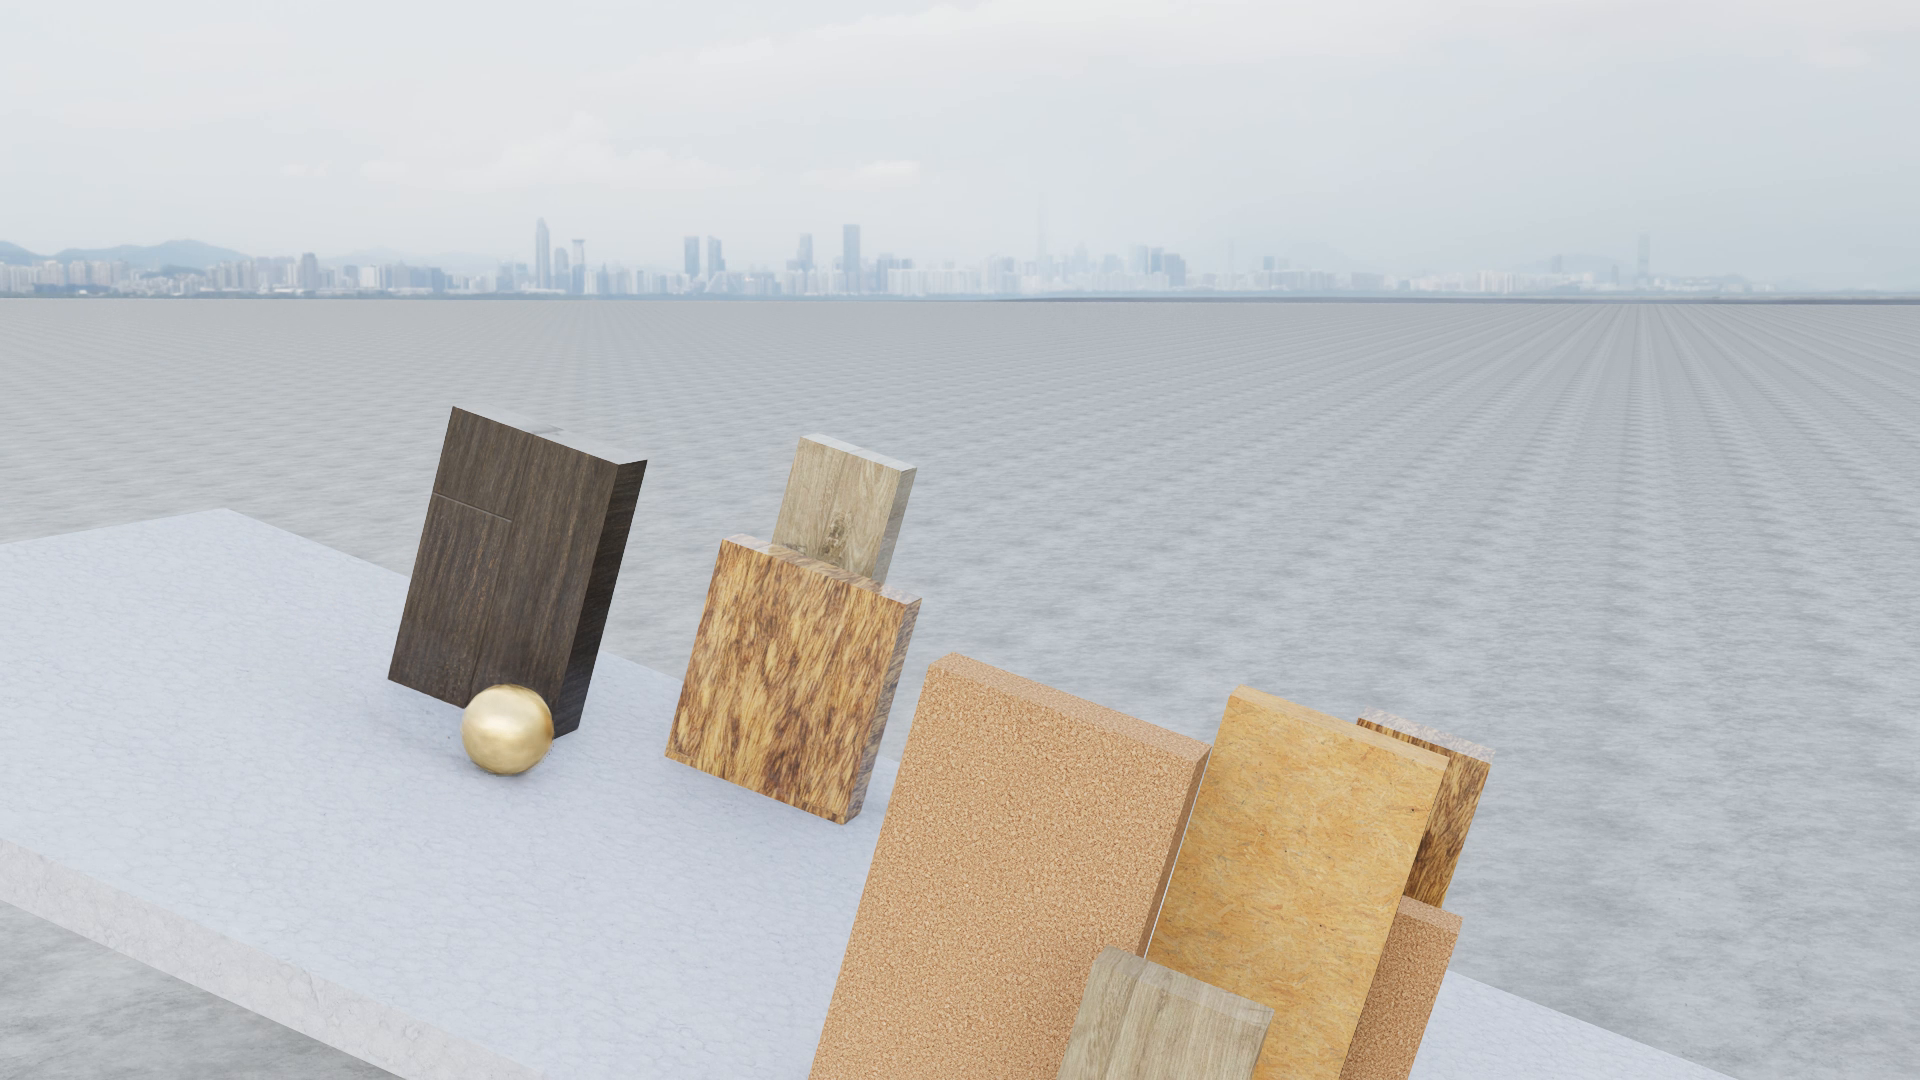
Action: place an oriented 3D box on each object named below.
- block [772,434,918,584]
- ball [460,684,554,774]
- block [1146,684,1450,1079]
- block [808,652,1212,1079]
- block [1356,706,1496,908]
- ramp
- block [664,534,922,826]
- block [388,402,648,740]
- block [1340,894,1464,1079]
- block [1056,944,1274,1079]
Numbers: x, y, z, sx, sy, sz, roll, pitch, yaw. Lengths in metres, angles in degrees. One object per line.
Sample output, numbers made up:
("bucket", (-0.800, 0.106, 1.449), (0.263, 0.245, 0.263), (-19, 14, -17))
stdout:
("block", (-0.324, 0.132, 5.037), (0.251, 0.705, 0.115), (19, 12, 14))
("ball", (-0.903, 0.377, 4.389), (0.182, 0.182, 0.182), (0, 7, 0))
("block", (0.517, 0.651, 3.652), (0.360, 0.739, 0.102), (19, 12, 14))
("block", (0.068, 0.587, 3.375), (0.427, 0.721, 0.119), (19, 12, 14))
("block", (0.765, 0.669, 4.094), (0.248, 0.666, 0.120), (19, 12, 14))
("ramp", (-0.370, 0.715, 4.235), (4.000, 0.100, 2.000), (19, 12, 14))
("block", (-0.361, 0.296, 4.723), (0.430, 0.502, 0.110), (19, 12, 14))
("block", (-0.950, 0.065, 4.707), (0.399, 0.619, 0.140), (19, 12, 14))
("block", (0.657, 0.814, 3.848), (0.312, 0.431, 0.104), (19, 12, 14))
("block", (0.251, 0.837, 3.111), (0.251, 0.456, 0.087), (19, 12, 14))
